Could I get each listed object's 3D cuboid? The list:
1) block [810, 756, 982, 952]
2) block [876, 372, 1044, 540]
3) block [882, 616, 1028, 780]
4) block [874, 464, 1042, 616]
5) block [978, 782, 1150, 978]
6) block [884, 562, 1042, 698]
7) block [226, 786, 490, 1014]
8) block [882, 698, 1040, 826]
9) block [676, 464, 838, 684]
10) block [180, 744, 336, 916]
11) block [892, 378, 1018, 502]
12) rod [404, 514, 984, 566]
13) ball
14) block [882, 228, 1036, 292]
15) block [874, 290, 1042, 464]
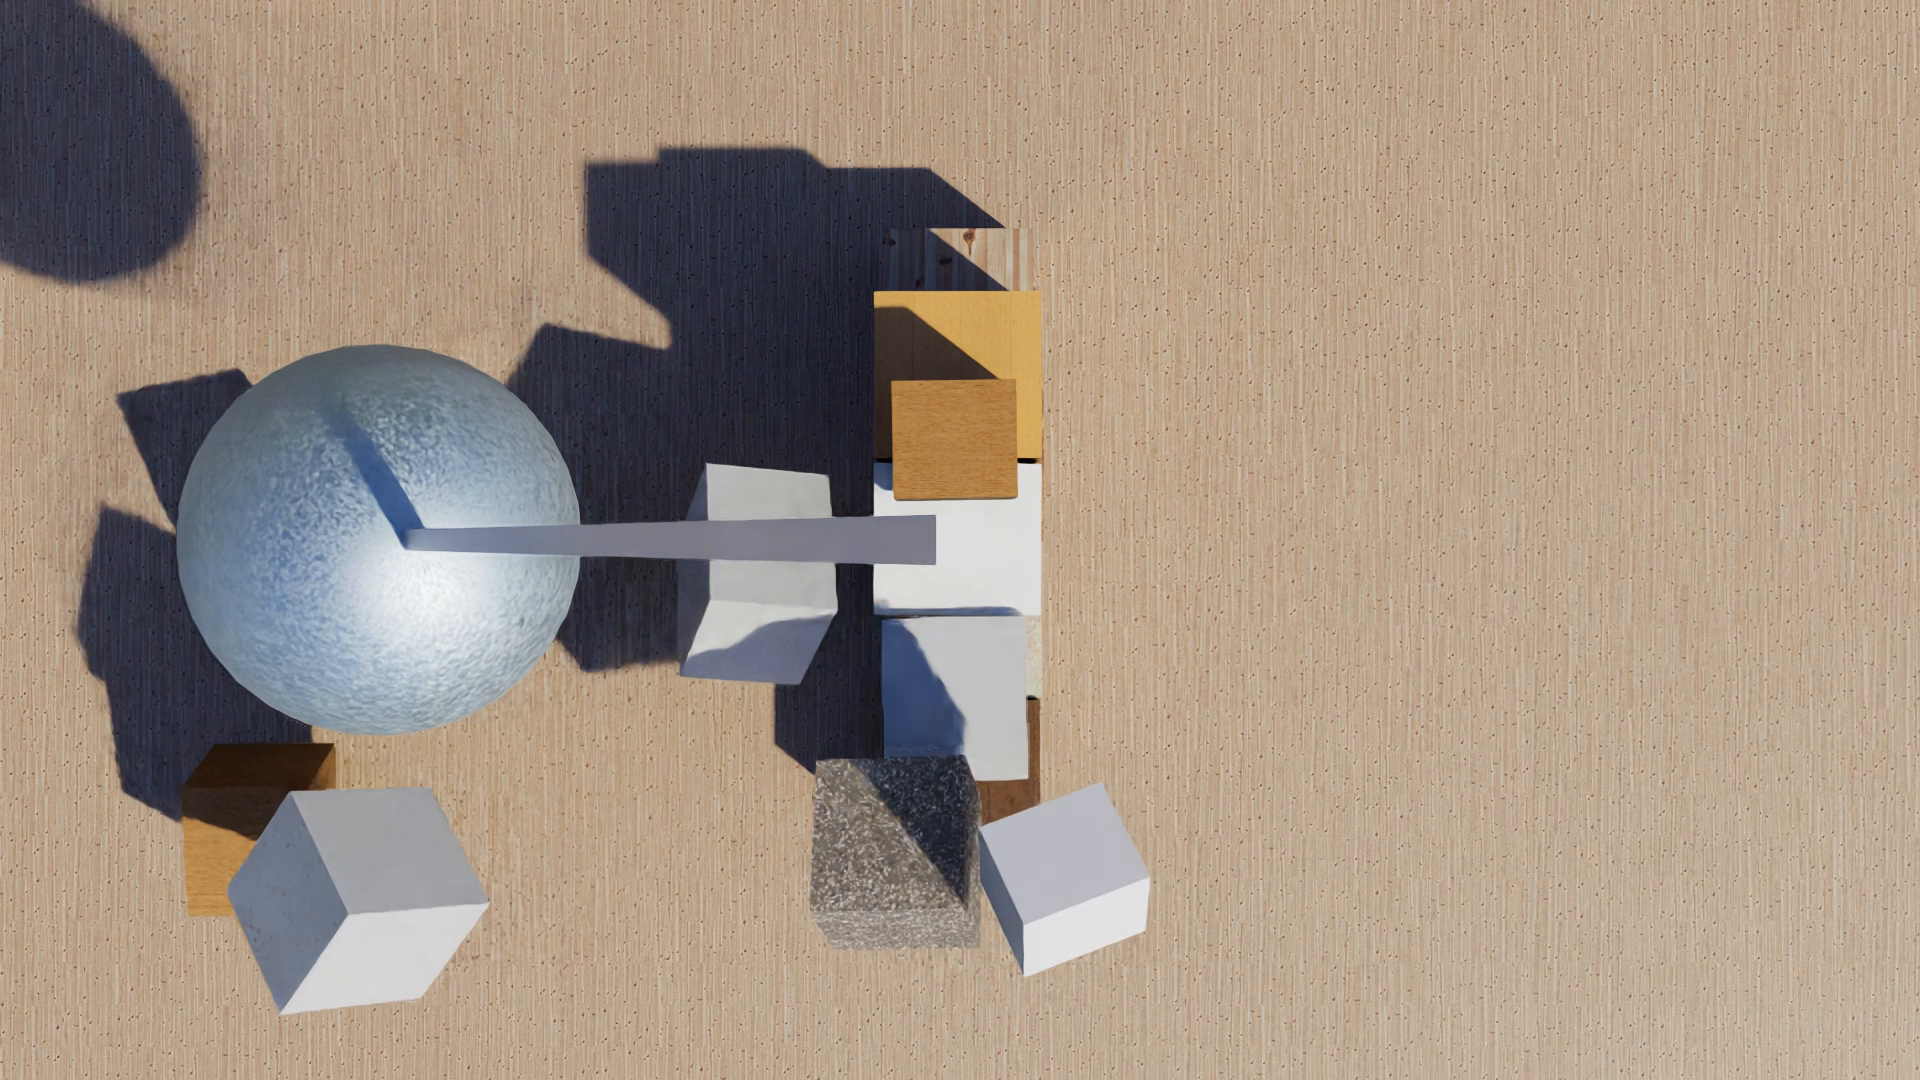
[{"bbox_3d":[-0.299,1.541,10.768,0.730,0.663,0.760,-3,63,7],"label":"block"},{"bbox_3d":[0.002,-0.462,12.560,0.919,0.879,0.932,0,90,0],"label":"block"},{"bbox_3d":[-0.023,0.834,11.694,0.736,0.856,0.837,-1,87,1],"label":"block"},{"bbox_3d":[-0.013,-0.014,11.736,0.864,0.768,0.783,0,91,0],"label":"block"},{"bbox_3d":[0.470,1.549,10.031,0.607,0.527,0.526,-19,55,-12],"label":"block"},{"bbox_3d":[0.017,0.443,12.584,0.871,0.832,0.857,0,90,0],"label":"block"},{"bbox_3d":[-2.984,1.767,10.887,0.751,0.810,0.761,-52,57,25],"label":"block"},{"bbox_3d":[0.008,1.309,12.562,0.870,0.876,0.849,0,90,0],"label":"block"},{"bbox_3d":[-1.099,0.192,11.727,0.662,0.824,0.829,5,57,-17],"label":"block"},{"bbox_3d":[-3.918,1.616,12.366,0.671,0.761,0.740,0,103,-5],"label":"block"},{"bbox_3d":[-0.025,-0.485,10.893,0.598,0.709,0.565,-1,90,0],"label":"block"},{"bbox_3d":[-1.020,0.000,5.843,0.080,5.200,0.080,0,90,-23],"label":"rod"},{"bbox_3d":[-2.354,0.000,8.971,1.600,1.600,1.600,0,90,0],"label":"ball"},{"bbox_3d":[-0.004,-1.334,12.606,0.850,0.788,0.792,0,90,0],"label":"block"},{"bbox_3d":[-0.010,-0.846,11.684,0.855,0.873,0.853,0,90,0],"label":"block"}]
